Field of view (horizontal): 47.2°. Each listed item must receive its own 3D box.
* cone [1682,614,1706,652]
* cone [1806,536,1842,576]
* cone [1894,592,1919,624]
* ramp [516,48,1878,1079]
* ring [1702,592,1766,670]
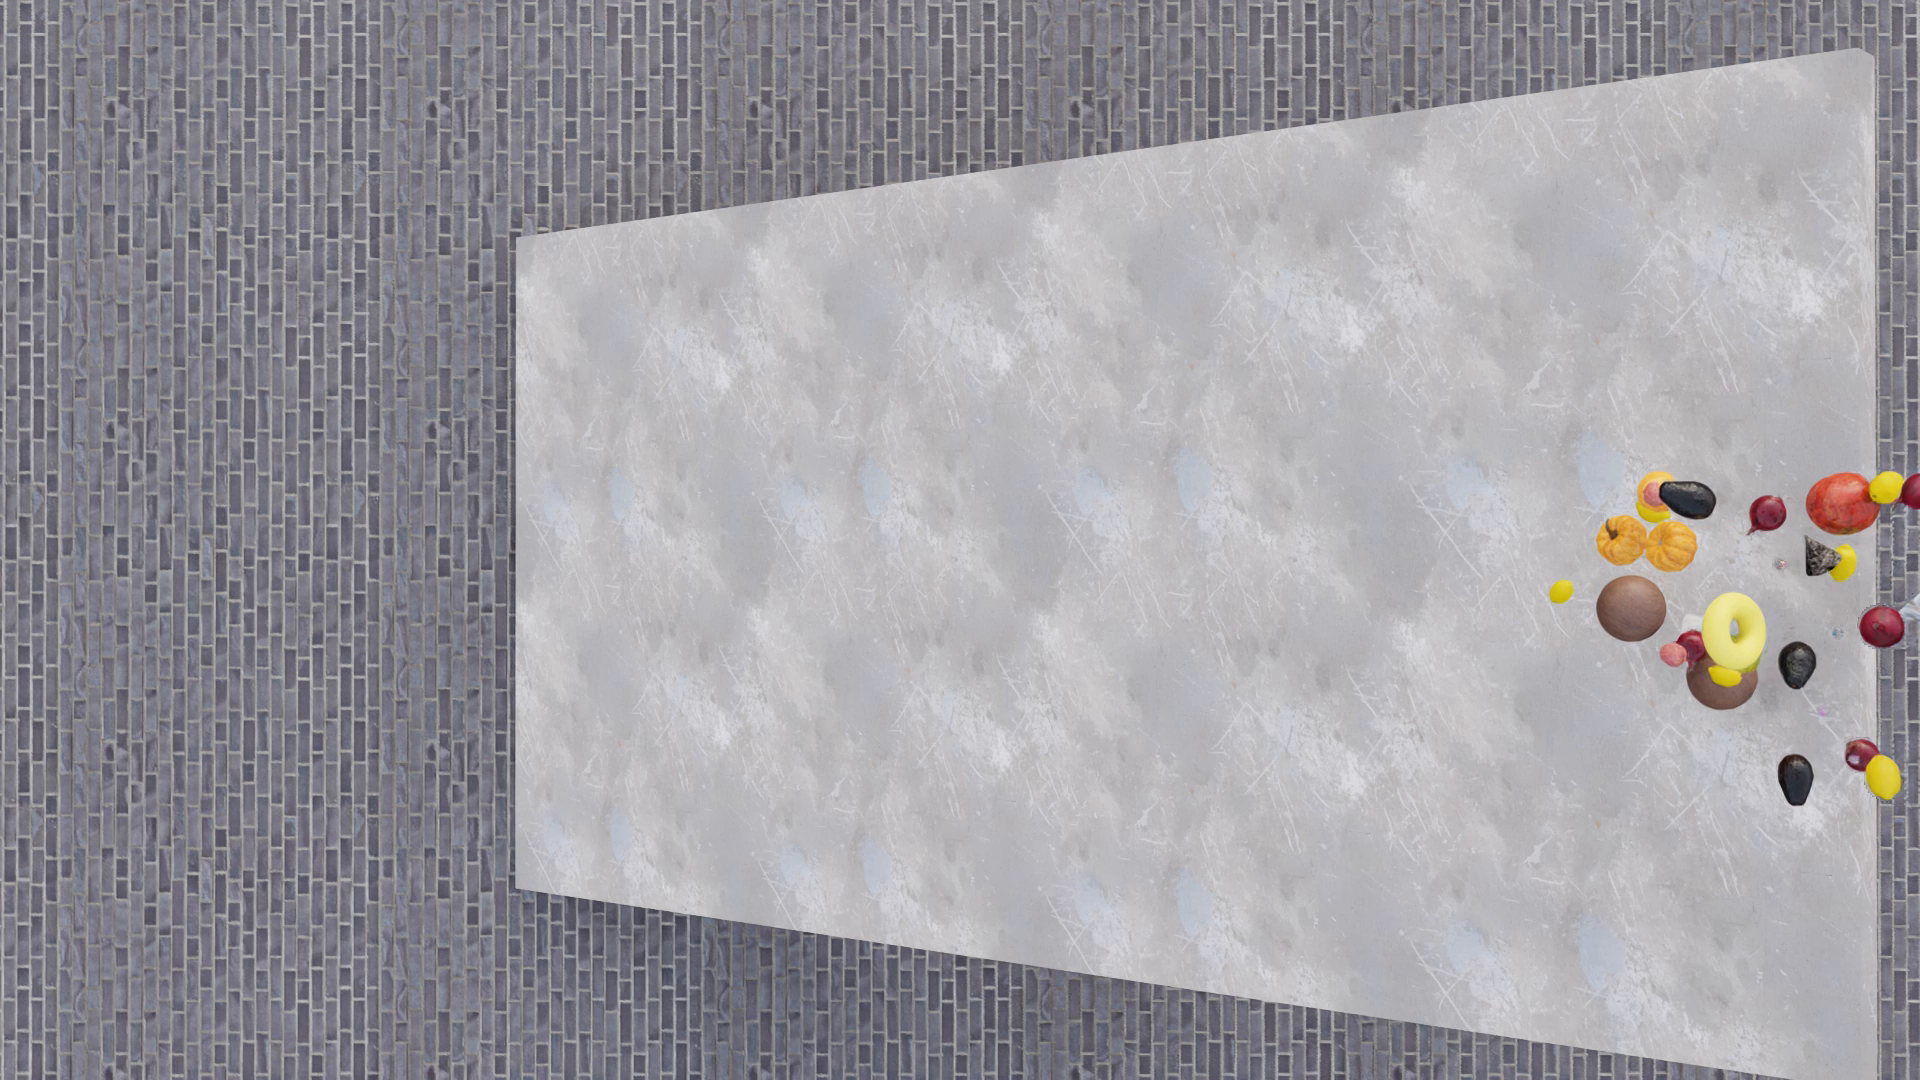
[{"bbox_3d":[1.439,0.169,4.208,0.078,0.078,0.078,13,68,-33],"label":"cone"},{"bbox_3d":[1.577,0.018,4.058,0.069,0.069,0.069,-37,104,0],"label":"cone"},{"bbox_3d":[1.494,0.118,3.414,0.057,0.057,0.057,-42,75,0],"label":"cone"},{"bbox_3d":[0.212,0.062,5.528,4.000,0.100,2.000,0,90,39],"label":"ramp"},{"bbox_3d":[1.258,0.148,3.575,0.127,0.042,0.127,2,86,-29],"label":"ring"}]
